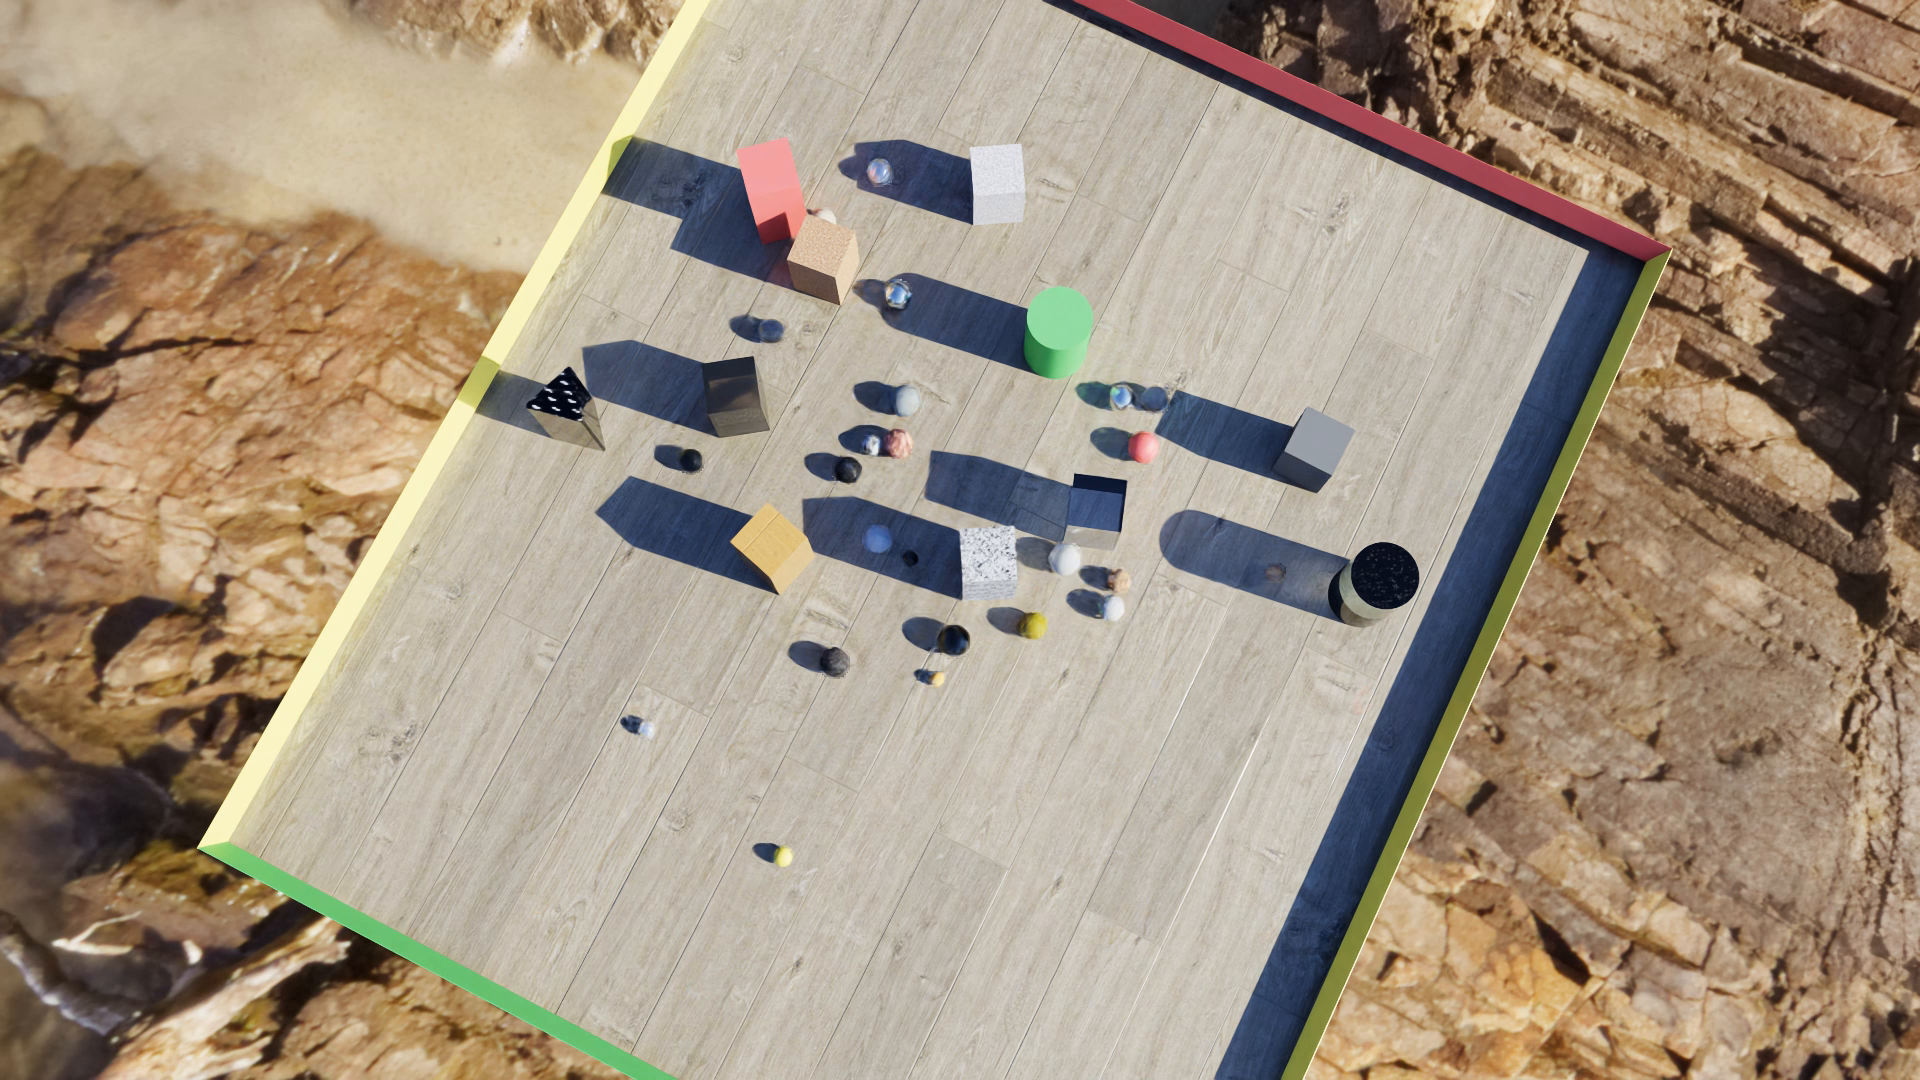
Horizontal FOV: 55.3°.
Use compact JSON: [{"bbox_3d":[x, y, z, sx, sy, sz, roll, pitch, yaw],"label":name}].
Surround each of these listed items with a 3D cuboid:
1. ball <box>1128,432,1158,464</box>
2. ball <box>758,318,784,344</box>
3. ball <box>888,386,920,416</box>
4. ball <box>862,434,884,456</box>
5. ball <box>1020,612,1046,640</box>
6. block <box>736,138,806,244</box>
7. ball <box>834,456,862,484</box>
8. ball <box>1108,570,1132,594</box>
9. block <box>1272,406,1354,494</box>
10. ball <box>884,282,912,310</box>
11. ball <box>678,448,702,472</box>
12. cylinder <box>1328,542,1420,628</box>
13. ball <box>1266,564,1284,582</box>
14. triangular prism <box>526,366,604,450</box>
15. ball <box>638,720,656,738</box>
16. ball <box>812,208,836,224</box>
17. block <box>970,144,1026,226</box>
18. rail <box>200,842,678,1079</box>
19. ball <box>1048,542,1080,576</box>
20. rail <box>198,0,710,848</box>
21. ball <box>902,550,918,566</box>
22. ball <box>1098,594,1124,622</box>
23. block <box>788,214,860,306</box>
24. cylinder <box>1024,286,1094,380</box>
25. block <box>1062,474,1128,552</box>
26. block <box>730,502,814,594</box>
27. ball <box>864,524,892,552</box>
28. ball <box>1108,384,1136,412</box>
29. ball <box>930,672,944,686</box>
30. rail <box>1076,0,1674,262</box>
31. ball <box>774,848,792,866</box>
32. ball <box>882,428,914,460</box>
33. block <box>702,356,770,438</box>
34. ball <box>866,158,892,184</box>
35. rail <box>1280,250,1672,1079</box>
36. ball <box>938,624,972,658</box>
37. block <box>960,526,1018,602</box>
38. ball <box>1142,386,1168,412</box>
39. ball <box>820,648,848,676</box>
[{"bbox_3d":[0.562,-0.284,5.626,0.097,0.097,0.097,0,78,0],"label":"ball"},{"bbox_3d":[-0.588,-0.650,5.709,0.083,0.083,0.083,0,78,0],"label":"ball"},{"bbox_3d":[-0.172,-0.429,5.655,0.098,0.098,0.098,0,78,0],"label":"ball"},{"bbox_3d":[-0.269,-0.292,5.643,0.066,0.066,0.066,0,78,0],"label":"ball"},{"bbox_3d":[0.219,0.259,5.520,0.081,0.081,0.081,0,78,0],"label":"ball"},{"bbox_3d":[-0.571,-1.069,5.641,0.158,0.385,0.158,-15,79,-3],"label":"block"},{"bbox_3d":[-0.343,-0.214,5.618,0.084,0.084,0.084,0,78,0],"label":"ball"},{"bbox_3d":[0.483,0.126,5.553,0.073,0.073,0.073,0,78,0],"label":"ball"},{"bbox_3d":[1.067,-0.271,5.552,0.158,0.237,0.158,28,80,5],"label":"block"},{"bbox_3d":[-0.195,-0.765,5.731,0.086,0.086,0.086,0,78,0],"label":"ball"},{"bbox_3d":[-0.827,-0.245,5.630,0.074,0.074,0.074,0,78,0],"label":"ball"},{"bbox_3d":[1.219,0.136,5.417,0.197,0.335,0.197,0,78,0],"label":"cylinder"},{"bbox_3d":[0.957,0.100,5.569,0.052,0.052,0.052,0,78,0],"label":"ball"},{"bbox_3d":[-1.163,-0.403,5.522,0.171,0.348,0.148,15,79,3],"label":"triangular prism"},{"bbox_3d":[-0.934,0.564,5.473,0.053,0.053,0.053,0,78,0],"label":"ball"},{"bbox_3d":[-0.433,-1.005,5.782,0.083,0.083,0.083,0,78,0],"label":"ball"},{"bbox_3d":[0.115,-1.108,5.722,0.158,0.242,0.158,-4,78,-1],"label":"block"},{"bbox_3d":[-0.797,1.568,5.225,3.131,0.128,0.045,26,80,5],"label":"rail"},{"bbox_3d":[0.317,0.058,5.555,0.098,0.098,0.098,0,78,0],"label":"ball"},{"bbox_3d":[-1.379,-0.668,5.688,0.045,0.128,3.613,26,80,5],"label":"rail"},{"bbox_3d":[-0.151,0.056,5.581,0.047,0.047,0.047,0,78,0],"label":"ball"},{"bbox_3d":[0.456,0.206,5.533,0.084,0.084,0.084,0,78,0],"label":"ball"},{"bbox_3d":[-0.420,-0.863,5.662,0.158,0.261,0.158,21,79,4],"label":"block"},{"bbox_3d":[0.297,-0.629,5.593,0.197,0.301,0.197,0,78,0],"label":"cylinder"},{"bbox_3d":[0.402,-0.081,5.491,0.158,0.279,0.158,8,78,2],"label":"block"},{"bbox_3d":[-0.555,0.029,5.457,0.158,0.300,0.158,41,81,8],"label":"block"},{"bbox_3d":[-0.249,-0.006,5.573,0.087,0.087,0.087,0,78,0],"label":"ball"},{"bbox_3d":[0.499,-0.439,5.664,0.085,0.085,0.085,0,78,0],"label":"ball"},{"bbox_3d":[-0.068,0.419,5.507,0.044,0.044,0.044,0,78,0],"label":"ball"},{"bbox_3d":[0.797,-1.555,5.872,3.131,0.128,0.045,26,80,5],"label":"rail"},{"bbox_3d":[-0.521,0.933,5.395,0.056,0.056,0.056,0,78,0],"label":"ball"},{"bbox_3d":[-0.190,-0.294,5.629,0.094,0.094,0.094,0,78,0],"label":"ball"},{"bbox_3d":[-0.679,-0.432,5.566,0.158,0.273,0.158,-9,78,-2],"label":"block"},{"bbox_3d":[-0.255,-1.170,5.817,0.081,0.081,0.081,0,78,0],"label":"ball"},{"bbox_3d":[1.379,0.682,5.409,0.045,0.128,3.613,26,80,5],"label":"rail"},{"bbox_3d":[-0.016,0.302,5.504,0.099,0.099,0.099,0,78,0],"label":"ball"},{"bbox_3d":[0.083,0.073,5.439,0.158,0.319,0.158,-3,78,-1],"label":"block"},{"bbox_3d":[0.603,-0.436,5.664,0.084,0.084,0.084,0,78,0],"label":"ball"},{"bbox_3d":[-0.377,0.366,5.497,0.087,0.087,0.087,0,78,0],"label":"ball"}]
